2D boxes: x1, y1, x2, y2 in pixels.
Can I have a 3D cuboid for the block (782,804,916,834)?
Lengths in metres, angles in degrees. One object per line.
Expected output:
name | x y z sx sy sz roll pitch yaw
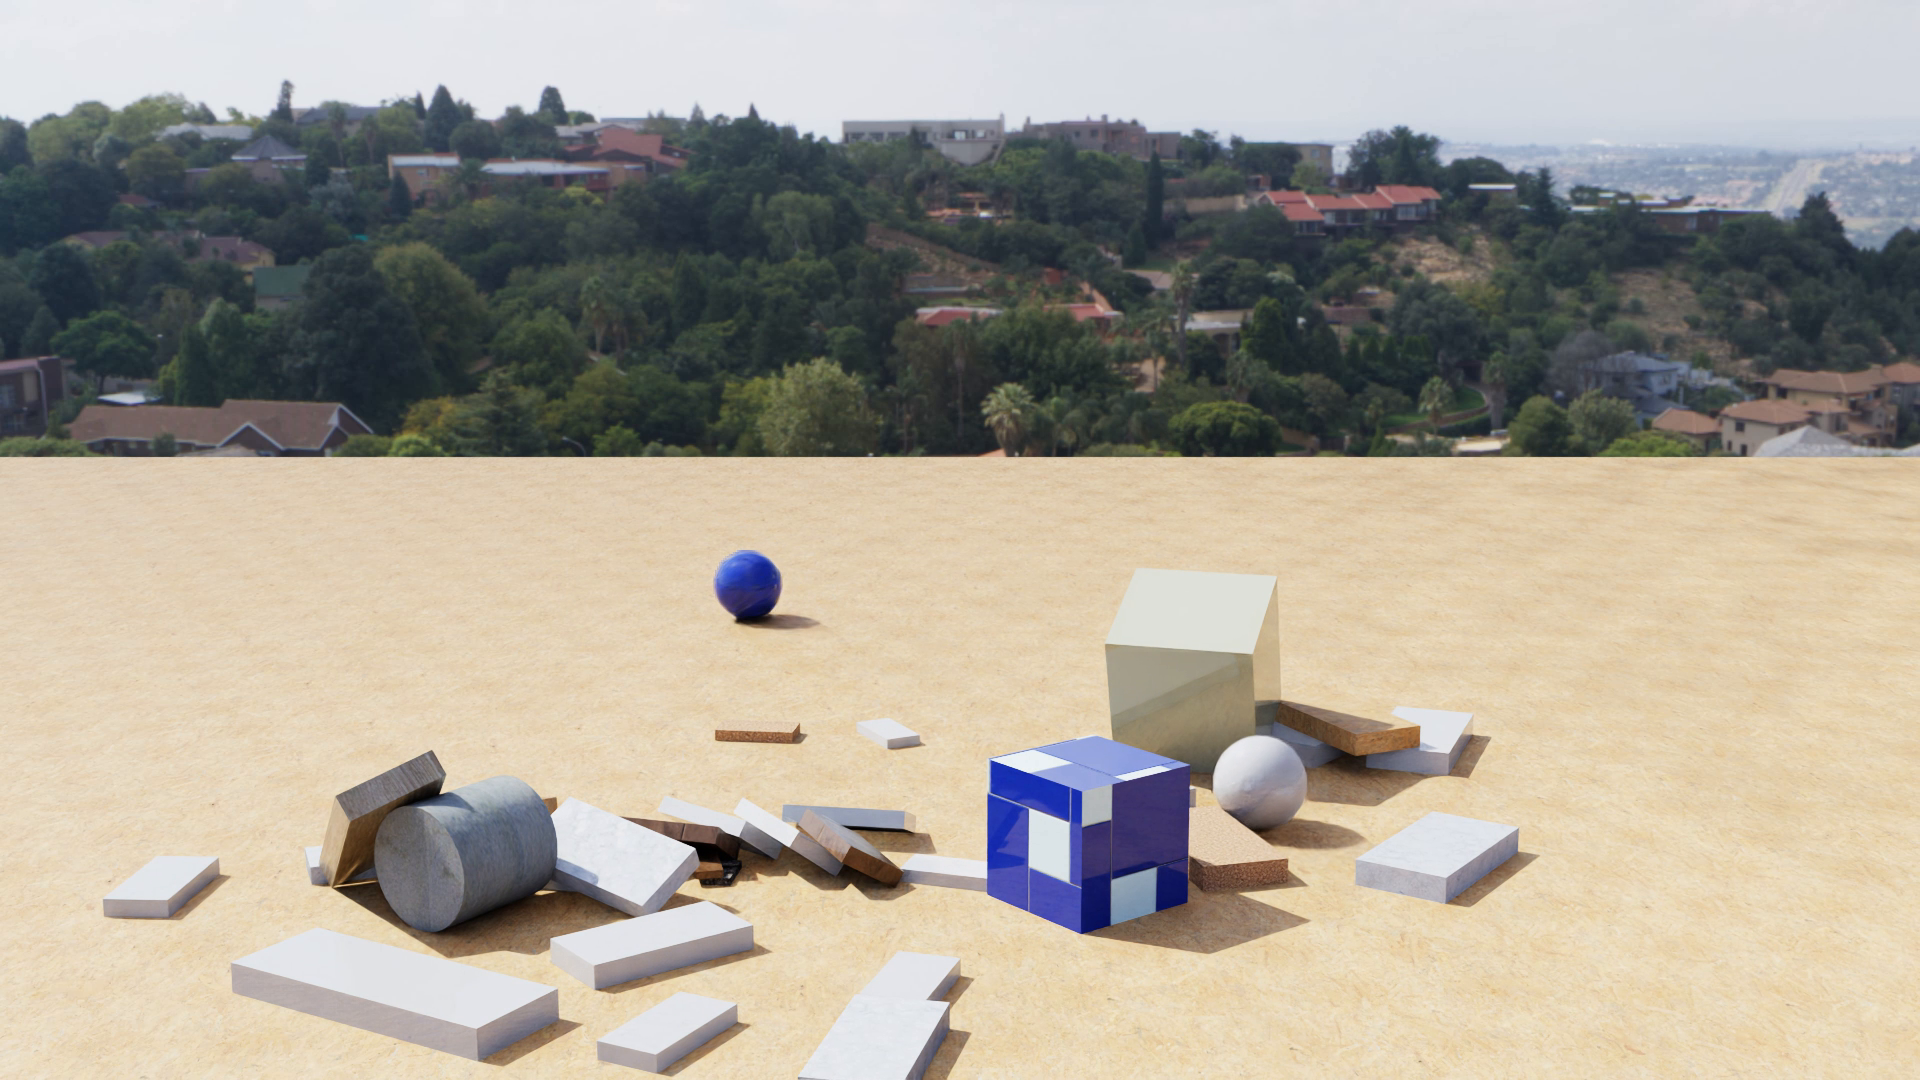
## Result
block | -0.199 0.501 3.953 0.222 0.031 0.111 2 -11 10

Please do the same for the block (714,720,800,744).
block | -0.425 0.402 4.618 0.165 0.023 0.082 1 11 7

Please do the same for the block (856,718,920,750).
block | -0.151 0.405 4.607 0.075 0.021 0.150 -5 12 -27

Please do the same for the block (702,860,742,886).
block | -0.405 0.567 3.754 0.047 0.013 0.094 1 11 7

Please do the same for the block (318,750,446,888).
block | -0.949 0.460 3.602 0.168 0.048 0.337 -26 -15 -30

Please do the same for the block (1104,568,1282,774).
block | 0.474 0.262 4.420 0.290 0.290 0.290 3 31 17

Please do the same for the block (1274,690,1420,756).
block | 0.780 0.371 4.478 0.154 0.044 0.309 -5 12 -25

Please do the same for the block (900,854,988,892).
block | -0.012 0.565 3.737 0.165 0.023 0.082 4 11 19

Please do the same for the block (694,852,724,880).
block | -0.432 0.555 3.747 0.047 0.013 0.094 -2 11 -12

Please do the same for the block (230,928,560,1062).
block | -0.824 0.654 3.193 0.481 0.048 0.168 6 12 30

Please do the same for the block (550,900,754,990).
block | -0.473 0.622 3.388 0.277 0.039 0.139 -8 13 -37

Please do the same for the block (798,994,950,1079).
block | -0.113 0.696 2.991 0.139 0.039 0.285 2 11 12

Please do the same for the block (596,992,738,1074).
block | -0.407 0.686 3.073 0.099 0.028 0.198 5 12 27

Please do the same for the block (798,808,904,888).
block | -0.189 0.528 3.772 0.111 0.031 0.222 30 -3 -25

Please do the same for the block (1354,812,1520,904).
block | 0.825 0.544 3.791 0.162 0.046 0.324 7 13 34

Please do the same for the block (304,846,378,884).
block | -1.012 0.550 3.798 0.221 0.031 0.110 -4 11 -21

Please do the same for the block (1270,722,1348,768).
block | 0.629 0.404 4.546 0.324 0.046 0.162 8 13 37

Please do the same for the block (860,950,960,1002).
block | -0.075 0.657 3.231 0.099 0.028 0.198 3 11 17

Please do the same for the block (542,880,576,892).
block | -0.713 0.560 3.744 0.221 0.031 0.110 2 11 11

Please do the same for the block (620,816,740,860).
block | -0.502 0.518 3.823 0.215 0.030 0.108 3 -23 18

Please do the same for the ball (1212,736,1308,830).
ball | 0.545 0.442 3.999 0.171 0.171 0.171 0 11 0

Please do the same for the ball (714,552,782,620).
ball | -0.549 0.119 5.720 0.177 0.177 0.177 0 11 0

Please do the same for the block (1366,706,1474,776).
block | 0.947 0.410 4.513 0.162 0.046 0.324 4 11 21

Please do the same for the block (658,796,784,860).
block | -0.423 0.507 3.875 0.215 0.030 0.108 9 -22 41

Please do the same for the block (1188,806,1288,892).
block | 0.437 0.536 3.841 0.154 0.044 0.309 -3 11 -16

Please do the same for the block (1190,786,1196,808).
block | 0.286 0.471 4.188 0.154 0.044 0.309 -8 13 -37

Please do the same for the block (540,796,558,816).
block | -0.886 0.489 3.869 0.337 0.048 0.168 -6 -1 36

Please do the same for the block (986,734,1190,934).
block | 0.210 0.479 3.624 0.235 0.235 0.235 -8 13 -38

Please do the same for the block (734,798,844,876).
block | -0.298 0.515 3.819 0.111 0.031 0.222 38 -11 -31

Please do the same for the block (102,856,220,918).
block | -1.327 0.576 3.661 0.108 0.030 0.215 1 11 3

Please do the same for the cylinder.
cylinder | -0.799 0.505 3.563 0.206 0.206 0.206 7 13 33

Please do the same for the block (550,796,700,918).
block | -0.582 0.525 3.634 0.277 0.039 0.139 17 45 30
